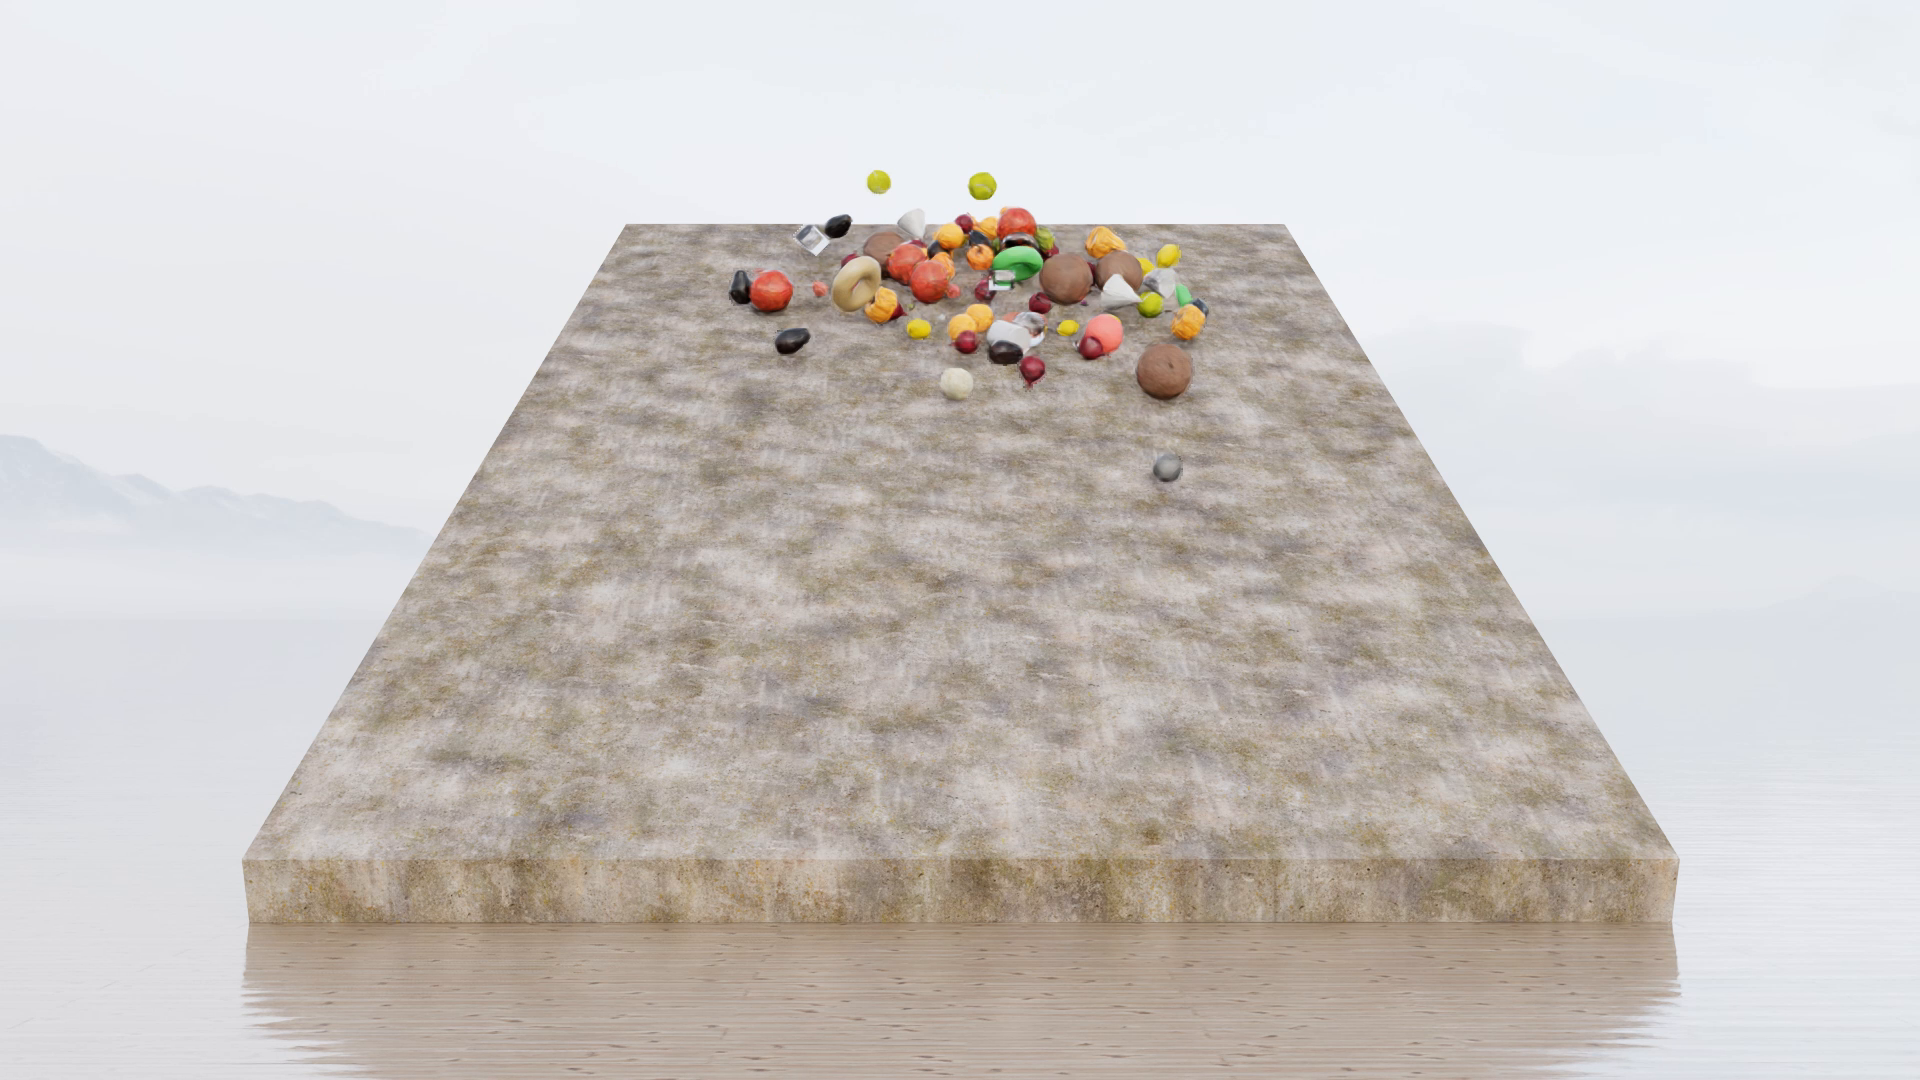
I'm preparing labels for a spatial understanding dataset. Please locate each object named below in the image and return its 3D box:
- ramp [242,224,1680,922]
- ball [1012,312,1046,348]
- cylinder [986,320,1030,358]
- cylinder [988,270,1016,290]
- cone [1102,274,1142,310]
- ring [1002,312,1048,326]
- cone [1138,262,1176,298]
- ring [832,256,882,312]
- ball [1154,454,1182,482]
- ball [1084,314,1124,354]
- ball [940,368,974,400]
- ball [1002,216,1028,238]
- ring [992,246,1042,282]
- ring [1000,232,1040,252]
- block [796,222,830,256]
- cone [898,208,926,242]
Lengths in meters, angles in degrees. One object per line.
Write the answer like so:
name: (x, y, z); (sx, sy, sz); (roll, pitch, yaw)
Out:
ramp: (-0.005, -0.211, 5.053); (2.000, 0.100, 4.000); (0, 21, 0)
ball: (0.169, -0.519, 5.606); (0.088, 0.088, 0.088); (0, -2, 0)
cylinder: (0.119, -0.489, 5.543); (0.077, 0.077, 0.077); (2, 15, -40)
cylinder: (0.109, -0.679, 5.939); (0.055, 0.055, 0.055); (-3, -1, -19)
cone: (0.432, -0.625, 5.856); (0.097, 0.097, 0.097); (22, 11, 35)
ring: (0.164, -0.550, 5.757); (0.118, 0.039, 0.118); (1, 20, 0)
cone: (0.513, -0.696, 6.092); (0.093, 0.093, 0.093); (5, 1, 35)
ring: (-0.250, -0.620, 5.512); (0.049, 0.148, 0.148); (39, 18, 26)
ball: (0.424, -0.147, 4.657); (0.058, 0.058, 0.058); (0, -2, 0)
ball: (0.352, -0.503, 5.555); (0.095, 0.095, 0.095); (0, -2, 0)
ball: (-0.008, -0.355, 5.186); (0.076, 0.076, 0.076); (0, -2, 0)
ball: (0.160, -0.913, 6.675); (0.075, 0.075, 0.075); (0, -2, 0)
ring: (0.155, -0.747, 6.159); (0.140, 0.047, 0.140); (-8, -24, -4)
ring: (0.164, -0.801, 6.280); (0.109, 0.109, 0.036); (0, 38, 2)
block: (-0.418, -0.852, 6.450); (0.056, 0.056, 0.056); (48, 9, 29)
cone: (-0.124, -0.897, 6.600); (0.089, 0.089, 0.089); (-22, -24, -10)
